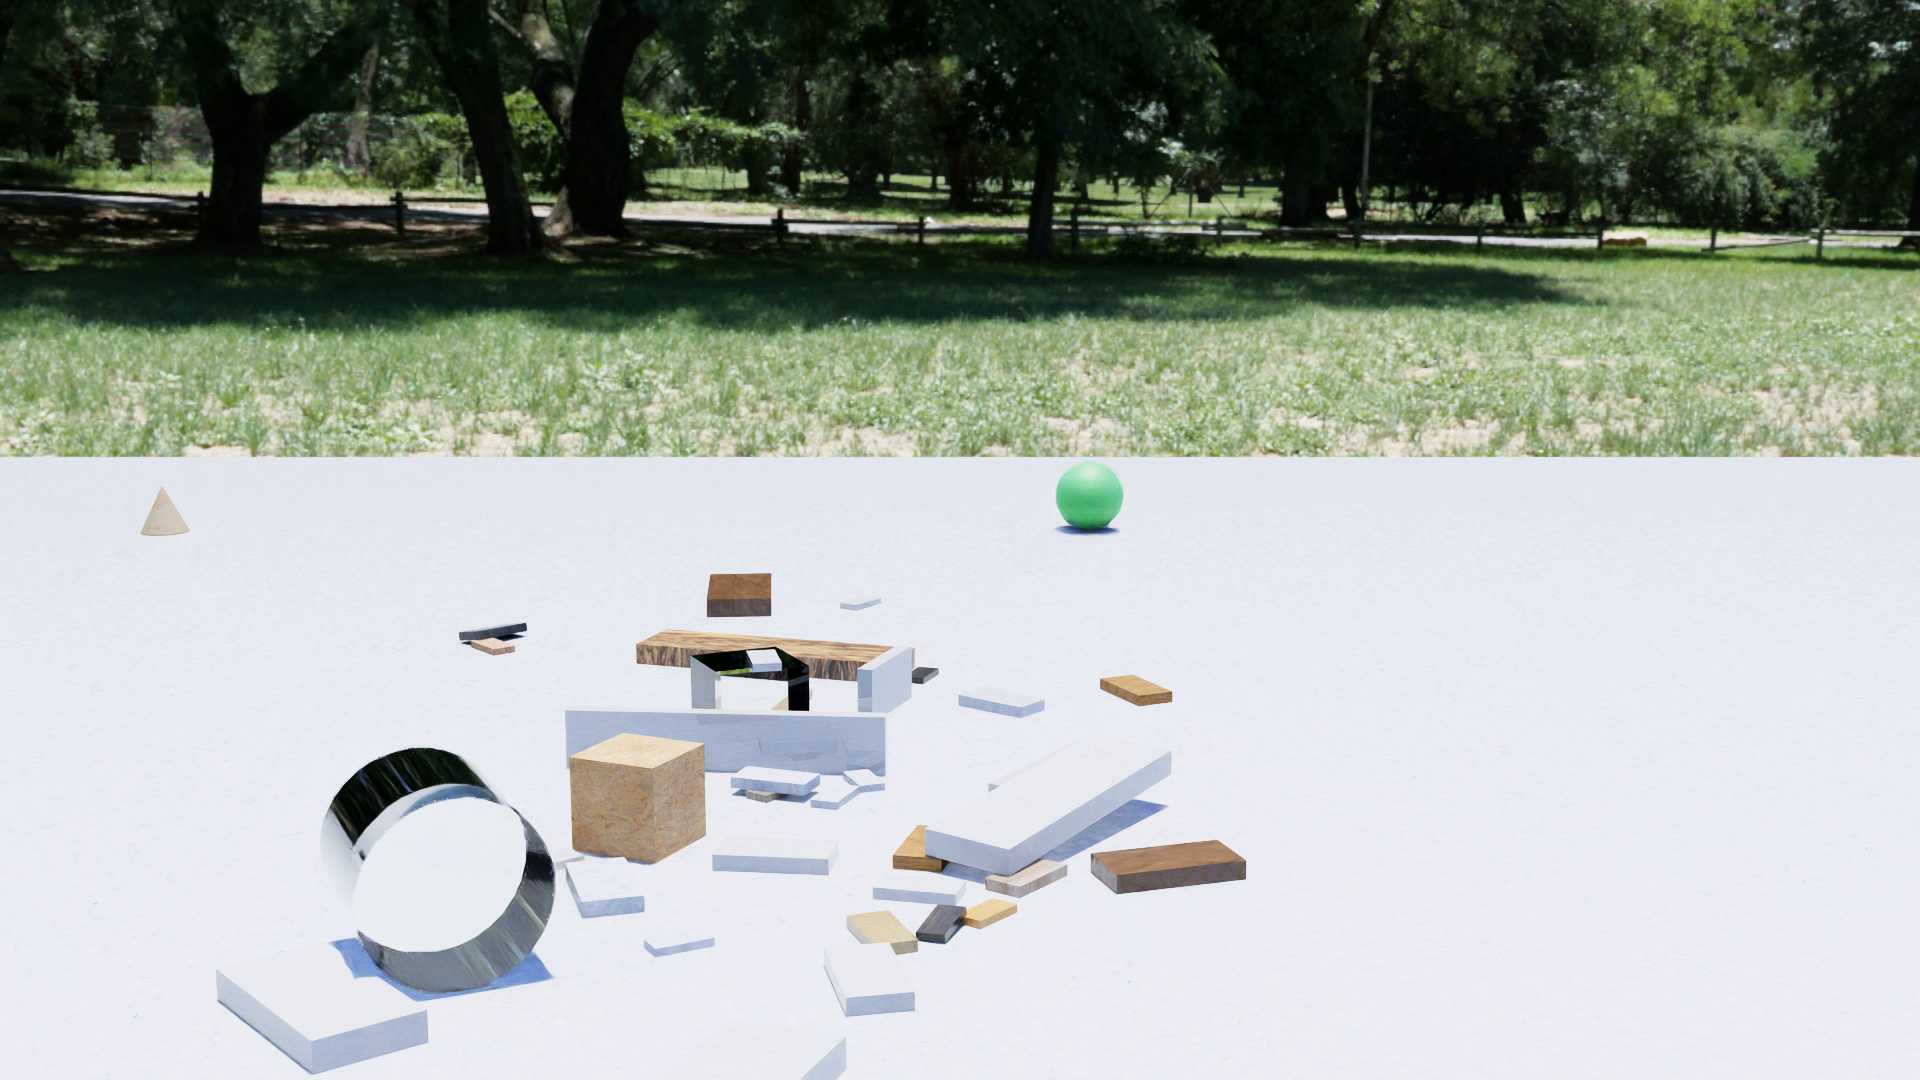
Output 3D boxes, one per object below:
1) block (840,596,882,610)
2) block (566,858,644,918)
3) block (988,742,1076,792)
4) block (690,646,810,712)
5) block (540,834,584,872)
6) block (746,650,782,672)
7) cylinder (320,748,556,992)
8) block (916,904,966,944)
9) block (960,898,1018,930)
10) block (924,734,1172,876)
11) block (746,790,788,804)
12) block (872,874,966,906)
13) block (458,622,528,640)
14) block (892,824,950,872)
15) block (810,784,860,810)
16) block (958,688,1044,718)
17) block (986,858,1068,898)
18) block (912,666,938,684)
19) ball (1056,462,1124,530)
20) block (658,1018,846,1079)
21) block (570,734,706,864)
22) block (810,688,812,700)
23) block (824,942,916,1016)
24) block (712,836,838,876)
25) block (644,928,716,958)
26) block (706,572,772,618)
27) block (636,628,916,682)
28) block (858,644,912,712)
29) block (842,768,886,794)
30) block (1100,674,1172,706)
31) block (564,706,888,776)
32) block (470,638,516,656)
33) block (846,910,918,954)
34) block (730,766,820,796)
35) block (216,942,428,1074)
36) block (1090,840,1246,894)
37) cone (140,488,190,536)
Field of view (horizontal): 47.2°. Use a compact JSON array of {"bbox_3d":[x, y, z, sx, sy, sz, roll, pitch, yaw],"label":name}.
[{"bbox_3d":[-0.266,0.169,5.893,0.055,0.016,0.110,7,13,34],"label":"block"},{"bbox_3d":[-0.592,0.577,3.659,0.101,0.029,0.203,-3,11,-17],"label":"block"},{"bbox_3d":[0.217,0.462,4.225,0.172,0.049,0.344,6,12,31],"label":"block"},{"bbox_3d":[-0.431,0.339,4.508,0.188,0.188,0.188,-5,12,-25],"label":"block"},{"bbox_3d":[-0.722,0.548,3.852,0.058,0.016,0.153,-9,14,-40],"label":"block"},{"bbox_3d":[-0.397,0.244,4.454,0.058,0.016,0.116,-2,11,-11],"label":"block"},{"bbox_3d":[-0.801,0.498,3.356,0.296,0.296,0.296,-5,12,-25],"label":"cylinder"},{"bbox_3d":[-0.029,0.608,3.490,0.050,0.014,0.099,1,18,21],"label":"block"},{"bbox_3d":[0.043,0.604,3.556,0.050,0.014,0.099,8,13,37],"label":"block"},{"bbox_3d":[0.169,0.468,3.957,0.172,0.049,0.562,9,18,33],"label":"block"},{"bbox_3d":[-0.356,0.481,4.218,0.051,0.015,0.103,8,13,36],"label":"block"},{"bbox_3d":[-0.067,0.582,3.659,0.141,0.020,0.071,3,11,14],"label":"block"},{"bbox_3d":[-1.168,0.229,5.500,0.077,0.022,0.154,-5,3,39],"label":"block"},{"bbox_3d":[-0.054,0.541,3.864,0.087,0.025,0.174,3,11,13],"label":"block"},{"bbox_3d":[-0.237,0.488,4.178,0.055,0.016,0.110,4,11,20],"label":"block"},{"bbox_3d":[0.091,0.358,4.849,0.174,0.025,0.087,8,13,38],"label":"block"},{"bbox_3d":[0.113,0.570,3.721,0.071,0.020,0.141,8,13,36],"label":"block"},{"bbox_3d":[-0.091,0.315,5.112,0.051,0.015,0.103,4,11,19],"label":"block"},{"bbox_3d":[0.412,-0.140,7.008,0.216,0.216,0.216,0,11,0],"label":"ball"},{"bbox_3d":[-0.295,0.718,2.848,0.172,0.049,0.344,4,11,21],"label":"block"},{"bbox_3d":[-0.572,0.457,3.914,0.172,0.172,0.172,5,12,24],"label":"block"},{"bbox_3d":[-0.386,0.356,4.870,0.077,0.022,0.154,2,11,13],"label":"block"},{"bbox_3d":[-0.136,0.651,3.264,0.101,0.029,0.203,-2,11,-12],"label":"block"},{"bbox_3d":[-0.319,0.548,3.819,0.203,0.029,0.101,1,11,6],"label":"block"},{"bbox_3d":[-0.438,0.628,3.428,0.099,0.014,0.050,-6,12,-29],"label":"block"},{"bbox_3d":[-0.592,0.147,5.924,0.169,0.048,0.338,-1,11,-5],"label":"block"},{"bbox_3d":[-0.440,0.275,5.232,0.647,0.048,0.169,3,11,18],"label":"block"},{"bbox_3d":[-0.164,0.315,4.825,0.034,0.119,0.238,4,11,19],"label":"block"},{"bbox_3d":[-0.187,0.469,4.281,0.051,0.015,0.103,-4,11,-21],"label":"block"},{"bbox_3d":[0.396,0.338,4.956,0.087,0.025,0.174,-5,12,-26],"label":"block"},{"bbox_3d":[-0.465,0.399,4.373,0.641,0.119,0.034,1,11,5],"label":"block"},{"bbox_3d":[-1.146,0.261,5.395,0.058,0.016,0.116,-9,14,-39],"label":"block"},{"bbox_3d":[-0.123,0.619,3.459,0.071,0.020,0.141,-4,11,-21],"label":"block"},{"bbox_3d":[-0.354,0.462,4.220,0.154,0.022,0.077,4,11,19],"label":"block"},{"bbox_3d":[-0.915,0.664,3.141,0.169,0.048,0.338,-9,14,-39],"label":"block"},{"bbox_3d":[0.355,0.557,3.755,0.238,0.034,0.119,-3,11,-18],"label":"block"},{"bbox_3d":[-2.525,-0.099,6.972,0.150,0.150,0.150,0,11,0],"label":"cone"}]
